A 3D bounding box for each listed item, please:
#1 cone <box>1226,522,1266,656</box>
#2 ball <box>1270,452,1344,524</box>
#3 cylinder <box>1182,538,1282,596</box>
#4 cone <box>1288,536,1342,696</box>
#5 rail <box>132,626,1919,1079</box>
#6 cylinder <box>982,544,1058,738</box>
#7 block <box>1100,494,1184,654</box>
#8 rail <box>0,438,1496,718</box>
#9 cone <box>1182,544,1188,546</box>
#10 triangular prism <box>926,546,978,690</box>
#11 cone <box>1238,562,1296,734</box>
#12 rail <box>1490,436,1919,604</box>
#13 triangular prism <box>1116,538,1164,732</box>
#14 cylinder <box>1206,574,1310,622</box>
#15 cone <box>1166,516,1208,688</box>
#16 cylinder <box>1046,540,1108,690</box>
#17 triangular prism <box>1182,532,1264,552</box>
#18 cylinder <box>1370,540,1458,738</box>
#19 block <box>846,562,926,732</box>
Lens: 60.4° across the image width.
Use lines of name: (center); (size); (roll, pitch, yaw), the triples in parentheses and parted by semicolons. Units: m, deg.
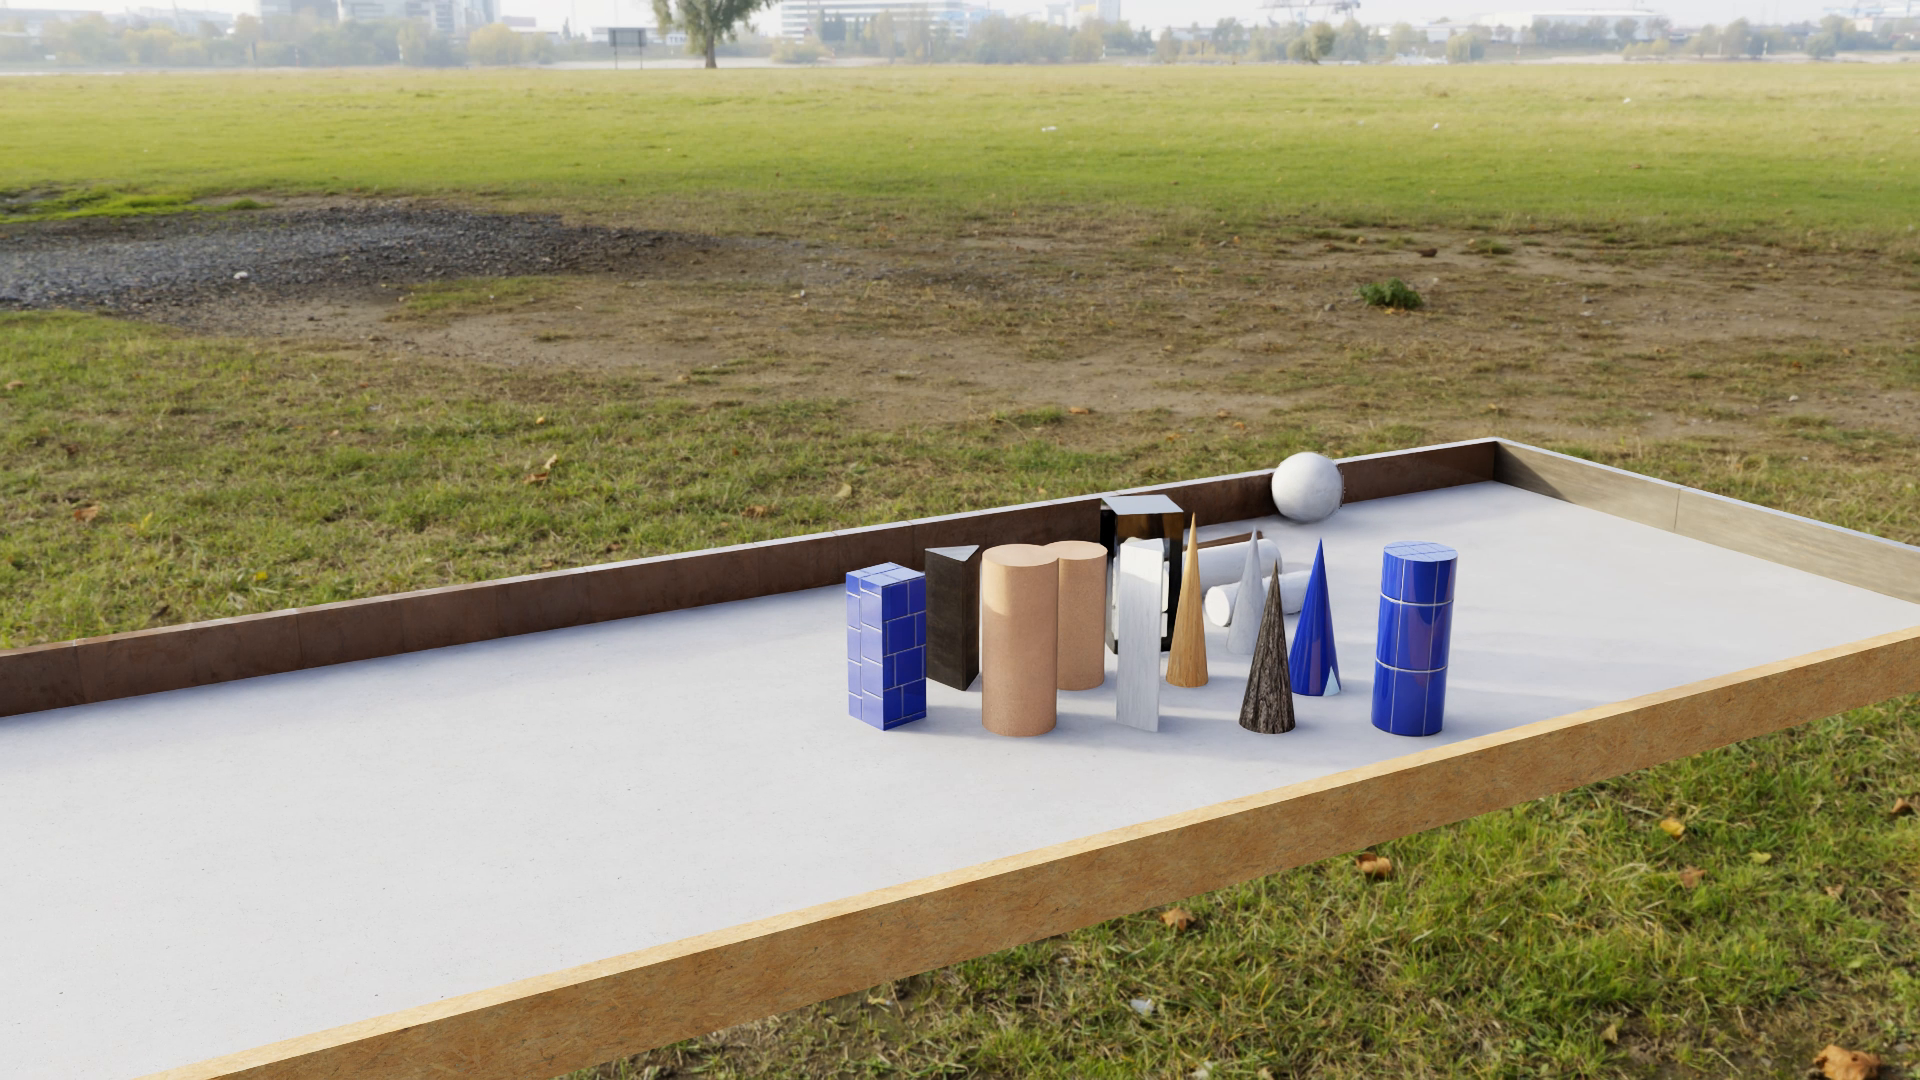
cone: (0.767, 0.120, 4.334); (0.120, 0.345, 0.120); (0, 16, 0)
ball: (1.162, -0.175, 5.530); (0.238, 0.238, 0.238); (0, 16, 0)
cylinder: (0.731, 0.091, 4.803); (0.411, 0.137, 0.137); (-8, 18, -26)
cone: (0.877, 0.177, 4.062); (0.145, 0.390, 0.145); (0, 16, 0)
rail: (-2.336, 1.006, 1.665); (12.000, 0.150, 0.050); (-9, 18, -27)
cylinder: (0.139, 0.232, 3.832); (0.176, 0.413, 0.176); (0, 16, 0)
block: (0.477, 0.090, 4.374); (0.176, 0.381, 0.176); (-3, 17, -9)
rail: (-3.305, 0.497, 3.399); (12.000, 0.150, 0.050); (-9, 18, -27)
cone: (0.701, 0.047, 5.073); (0.445, 0.136, 0.136); (2, 14, -27)
triangular prism: (0.004, 0.187, 4.122); (0.120, 0.337, 0.138); (-15, 22, -42)
cone: (0.723, 0.234, 3.830); (0.132, 0.411, 0.132); (0, 16, 0)
rail: (2.466, -0.048, 5.253); (0.050, 0.150, 2.100); (-9, 18, -27)
triangular prism: (0.439, 0.217, 3.840); (0.109, 0.437, 0.094); (11, 19, 32)
cylinder: (0.851, 0.161, 4.612); (0.323, 0.110, 0.110); (-5, 17, -27)
cone: (0.572, 0.138, 4.094); (0.107, 0.445, 0.107); (0, 16, 0)
cylinder: (0.283, 0.188, 4.114); (0.161, 0.340, 0.161); (0, 16, 0)
triangular prism: (0.737, 0.055, 4.978); (0.448, 0.102, 0.118); (-10, 19, -31)
cylinder: (1.052, 0.228, 3.825); (0.165, 0.424, 0.165); (0, 16, 0)
block: (-0.172, 0.249, 3.879); (0.132, 0.355, 0.132); (-14, 21, -39)
